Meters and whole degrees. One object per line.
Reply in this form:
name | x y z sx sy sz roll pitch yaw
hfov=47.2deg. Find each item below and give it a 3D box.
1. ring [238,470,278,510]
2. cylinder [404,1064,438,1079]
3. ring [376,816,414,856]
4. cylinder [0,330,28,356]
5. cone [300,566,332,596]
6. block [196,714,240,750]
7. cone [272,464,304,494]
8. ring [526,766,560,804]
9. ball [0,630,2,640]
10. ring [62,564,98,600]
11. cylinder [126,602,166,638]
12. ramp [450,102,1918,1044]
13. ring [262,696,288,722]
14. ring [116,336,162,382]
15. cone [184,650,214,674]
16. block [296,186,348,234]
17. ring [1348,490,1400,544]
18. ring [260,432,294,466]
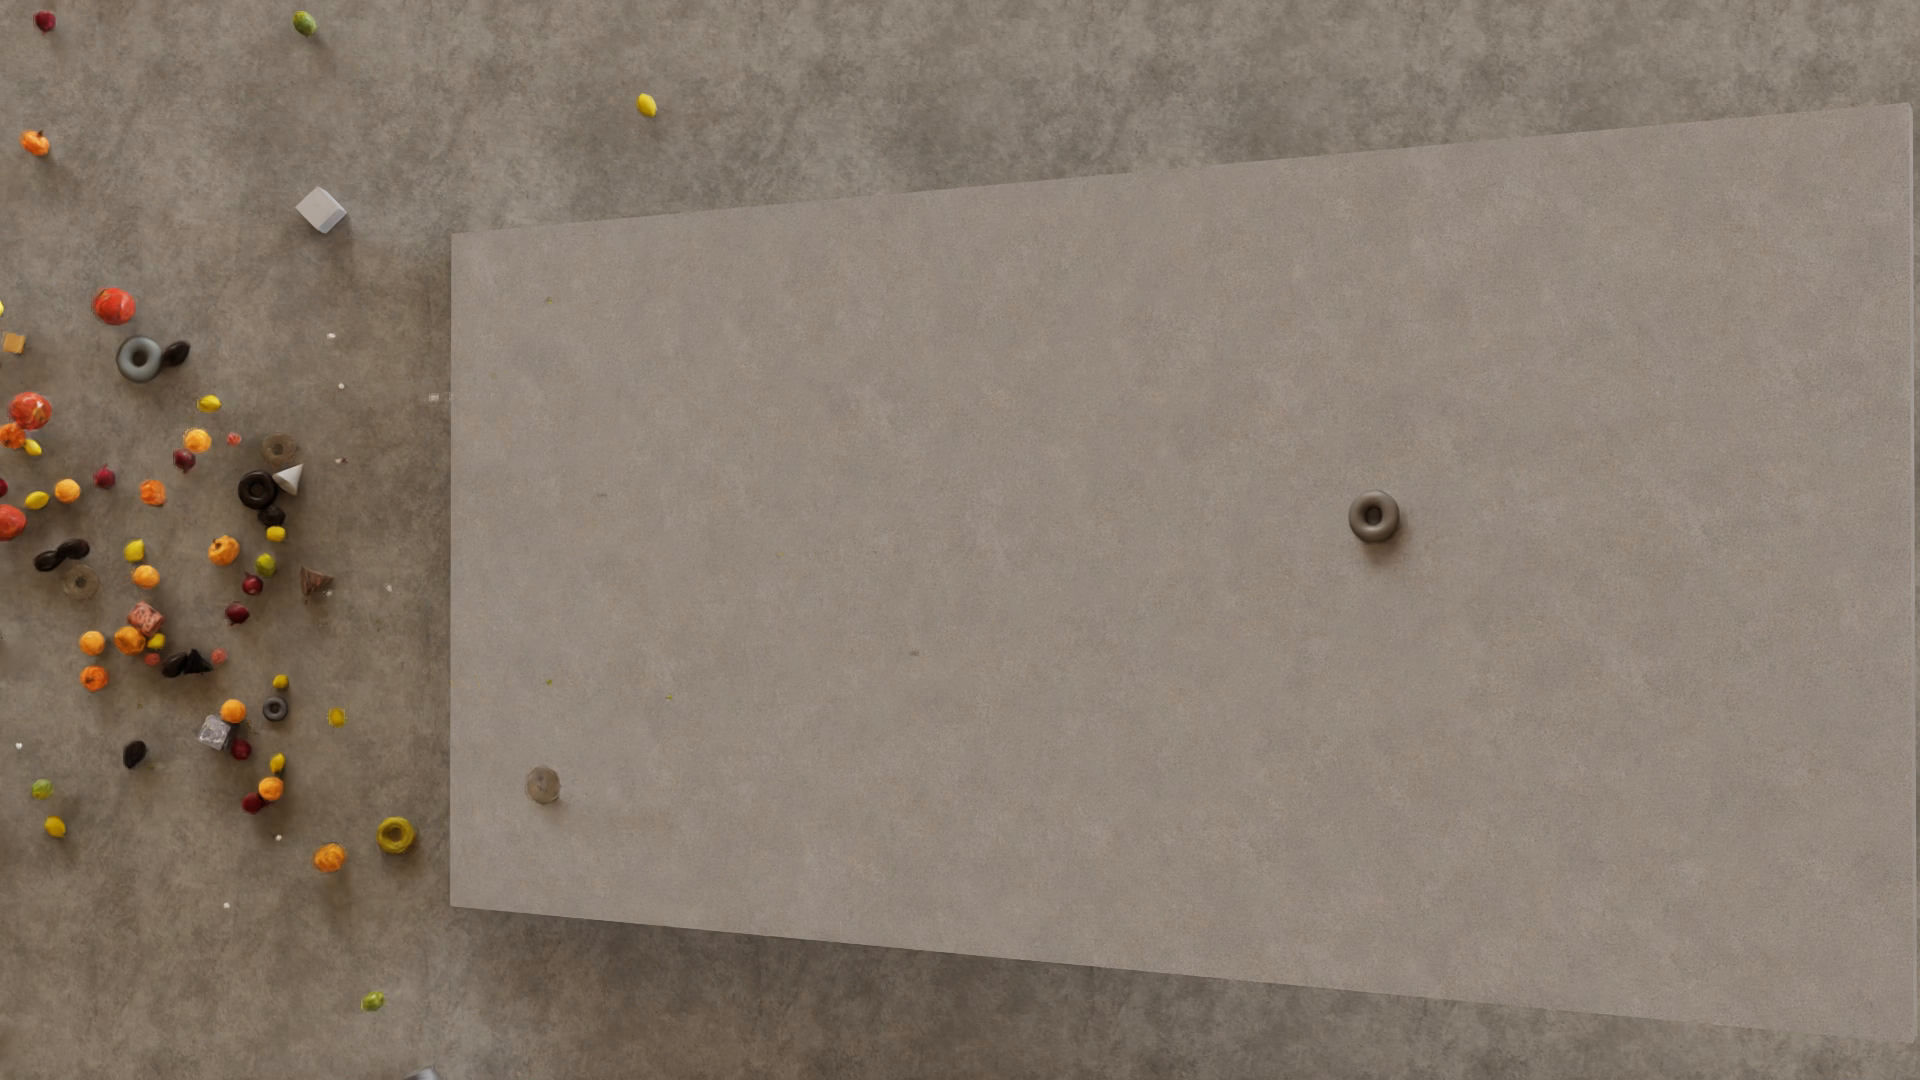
ring | -2.112 -0.150 6.614 0.119 0.040 0.119 0 88 -1
cylinder | -1.600 1.629 6.570 0.090 0.090 0.090 -21 89 0
ring | -1.695 0.888 6.603 0.117 0.039 0.117 0 89 0
cylinder | -2.838 -0.590 6.600 0.055 0.055 0.055 27 66 0
cone | -1.926 0.118 6.610 0.092 0.092 0.092 -7 89 -27
block | -2.222 0.576 6.587 0.078 0.078 0.078 25 89 0
cone | -2.003 -0.199 6.614 0.090 0.090 0.090 34 63 0
ring | -1.203 0.708 6.351 0.111 0.037 0.111 0 90 27
ball | -2.905 0.285 6.602 0.053 0.053 0.053 0 89 0
ring | -2.644 0.128 6.613 0.108 0.036 0.108 0 89 -1
cylinder | -2.440 0.237 6.591 0.077 0.077 0.077 38 90 0
ramp | 0.277 0.078 5.653 4.000 0.100 2.000 0 89 28
ring | -2.059 0.509 6.614 0.077 0.026 0.077 0 88 1
ring | -2.468 -0.543 6.615 0.139 0.046 0.139 0 89 0
cone | -2.278 0.379 6.609 0.083 0.083 0.083 23 89 -26
block | -1.915 -0.990 6.596 0.092 0.092 0.092 -44 90 0
ring | 0.980 -0.056 5.204 0.126 0.042 0.126 -1 88 28
ring | -2.053 -0.272 6.618 0.104 0.035 0.104 0 91 0
